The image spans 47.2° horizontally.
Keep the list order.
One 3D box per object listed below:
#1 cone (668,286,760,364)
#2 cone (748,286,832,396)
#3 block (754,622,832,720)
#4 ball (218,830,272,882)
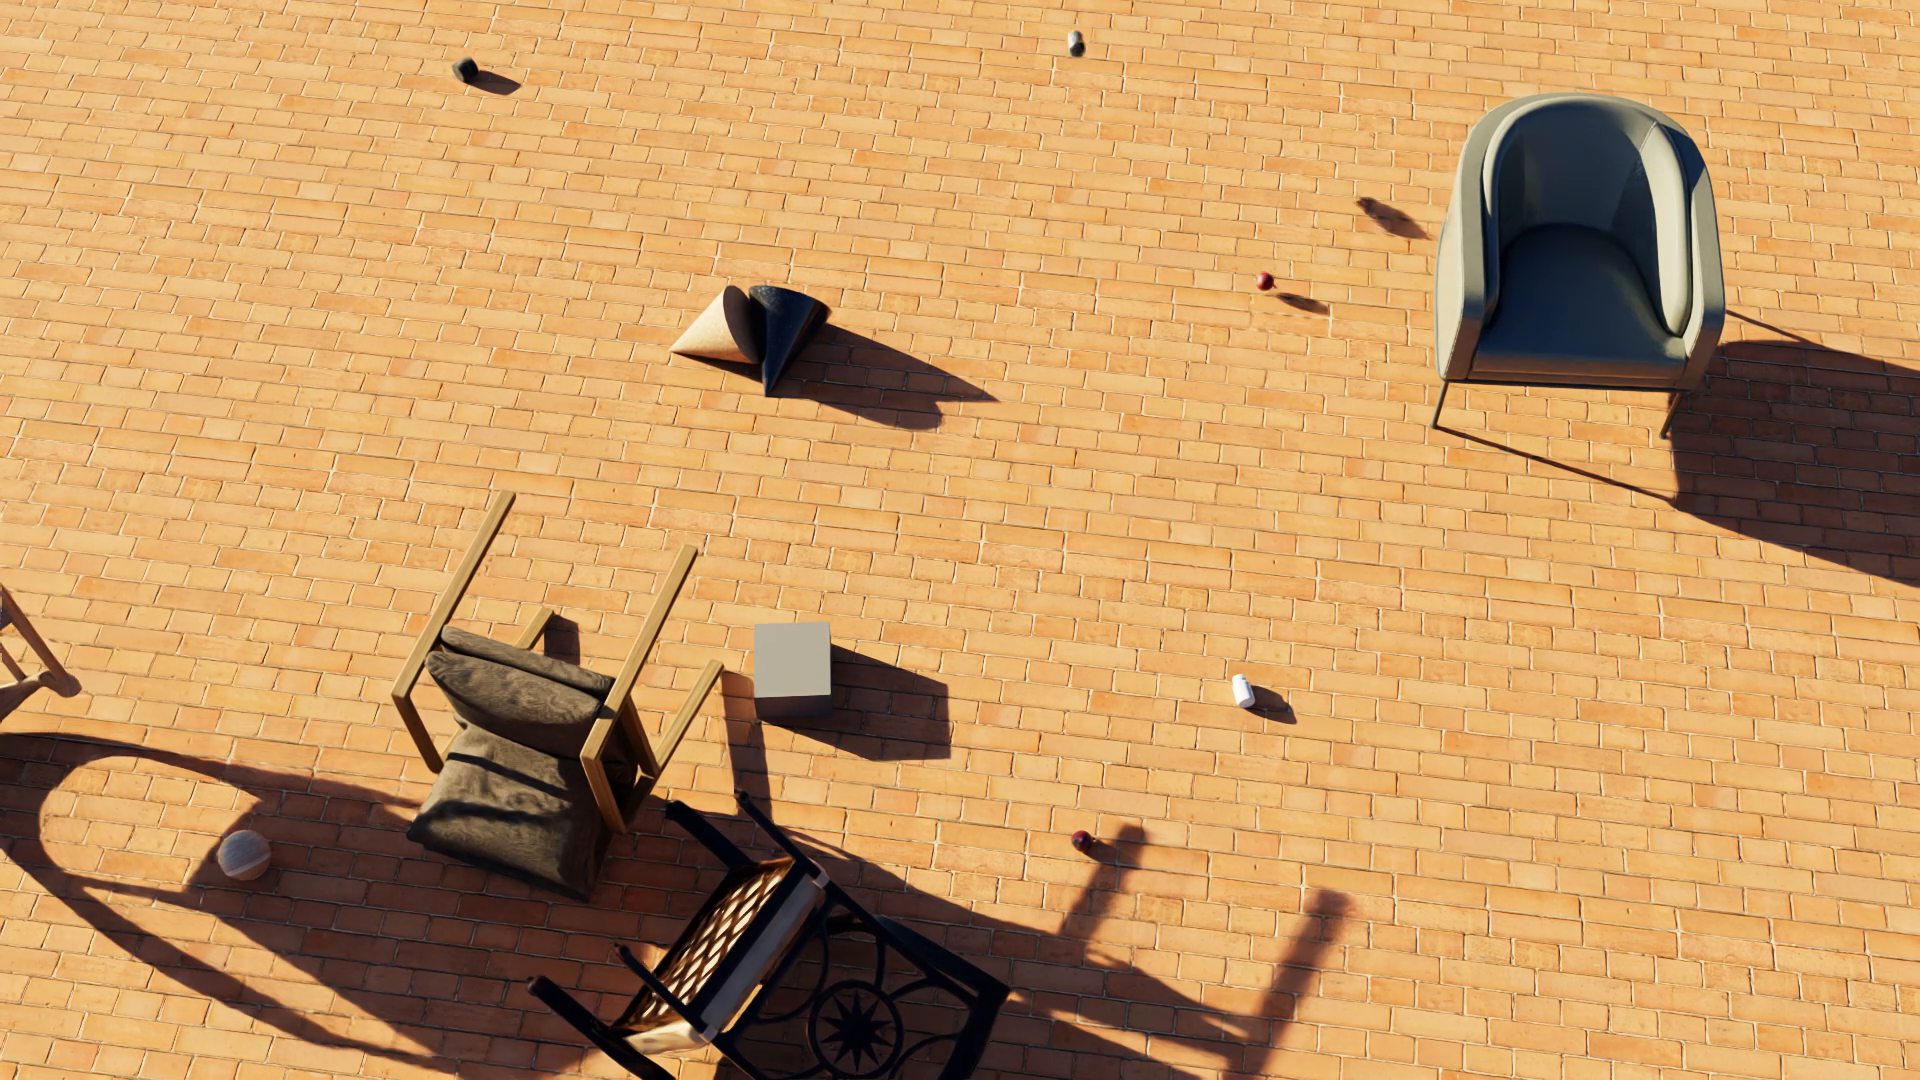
[{"bbox_3d":[-0.800,-0.636,6.927,0.283,0.273,0.242,-16,45,20],"label":"cone"},{"bbox_3d":[-0.572,-0.598,6.904,0.278,0.246,0.325,18,78,-19],"label":"cone"},{"bbox_3d":[-0.474,0.369,6.252,0.214,0.122,0.241,-2,56,-1],"label":"block"},{"bbox_3d":[-1.925,0.849,5.921,0.137,0.137,0.137,0,56,0],"label":"ball"}]
